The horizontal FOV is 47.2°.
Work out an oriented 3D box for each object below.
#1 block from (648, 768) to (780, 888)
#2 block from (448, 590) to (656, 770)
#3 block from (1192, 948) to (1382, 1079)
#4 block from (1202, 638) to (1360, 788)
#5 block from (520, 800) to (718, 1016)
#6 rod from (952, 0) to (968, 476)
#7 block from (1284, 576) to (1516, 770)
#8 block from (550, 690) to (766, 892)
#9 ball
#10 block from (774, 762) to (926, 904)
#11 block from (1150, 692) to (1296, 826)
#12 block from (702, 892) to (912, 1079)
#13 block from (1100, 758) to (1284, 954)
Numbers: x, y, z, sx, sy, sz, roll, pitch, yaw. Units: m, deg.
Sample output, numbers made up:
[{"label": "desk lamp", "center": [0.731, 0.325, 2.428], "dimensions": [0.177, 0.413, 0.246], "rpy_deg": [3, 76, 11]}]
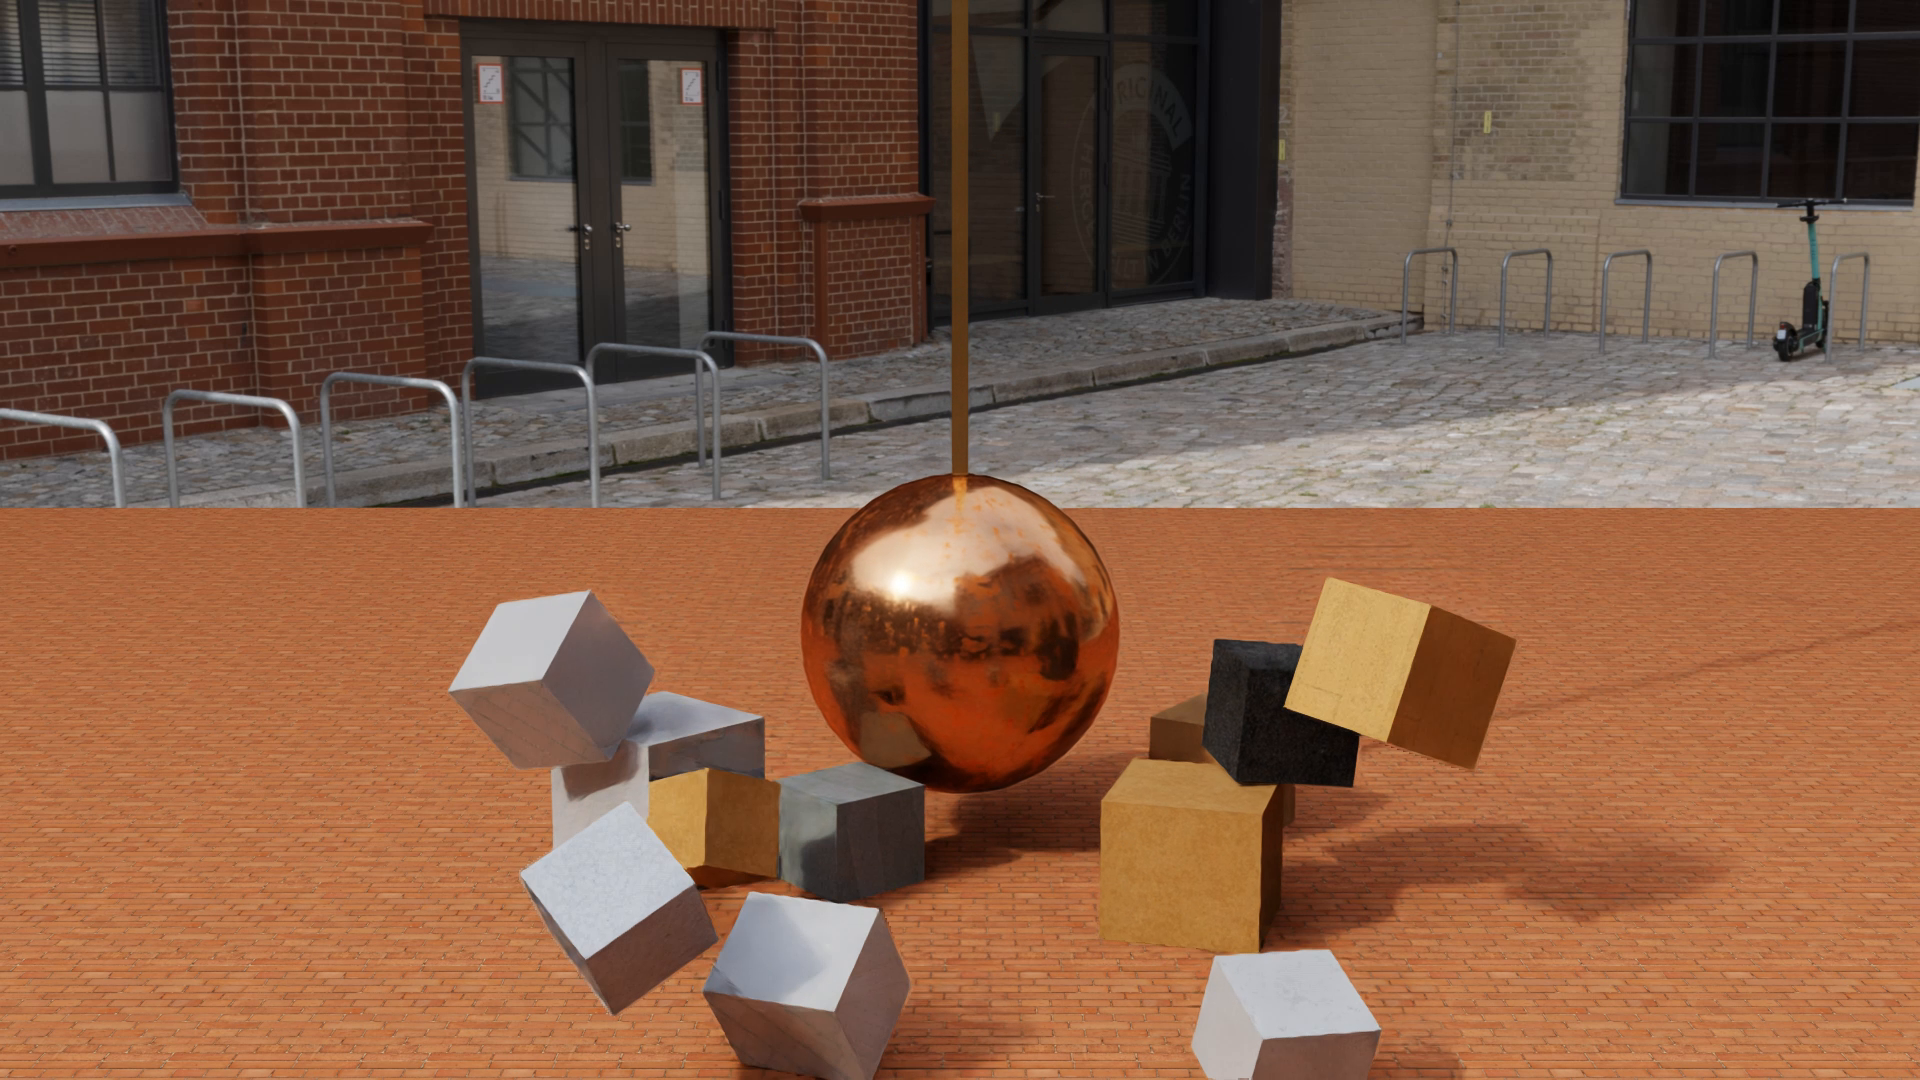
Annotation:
[{"label": "block", "center": [-1.101, 1.290, 9.803], "dimensions": [0.409, 0.428, 0.418], "rpy_deg": [-17, -25, 41]}, {"label": "block", "center": [-1.891, 0.657, 10.238], "dimensions": [0.577, 0.570, 0.548], "rpy_deg": [-8, 42, 32]}, {"label": "block", "center": [1.177, 1.811, 7.990], "dimensions": [0.466, 0.427, 0.453], "rpy_deg": [0, 29, -18]}, {"label": "block", "center": [1.490, 0.794, 10.167], "dimensions": [0.551, 0.518, 0.607], "rpy_deg": [4, 9, -9]}, {"label": "block", "center": [-1.224, 1.325, 7.931], "dimensions": [0.460, 0.417, 0.458], "rpy_deg": [-34, 54, -18]}, {"label": "rod", "center": [0.000, -2.901, 10.537], "dimensions": [0.080, 5.200, 0.080], "rpy_deg": [0, 8, 0]}, {"label": "block", "center": [1.890, 0.573, 9.445], "dimensions": [0.620, 0.593, 0.584], "rpy_deg": [20, -1, -40]}, {"label": "block", "center": [-1.458, 1.231, 10.643], "dimensions": [0.749, 0.770, 0.711], "rpy_deg": [9, 14, 42]}, {"label": "ball", "center": [0.000, 0.467, 10.998], "dimensions": [1.600, 1.600, 1.600], "rpy_deg": [0, 10, 0]}, {"label": "block", "center": [-0.531, 1.395, 10.542], "dimensions": [0.516, 0.483, 0.518], "rpy_deg": [-8, 13, -38]}, {"label": "block", "center": [1.358, 1.183, 11.336], "dimensions": [0.543, 0.616, 0.599], "rpy_deg": [7, 12, 32]}, {"label": "block", "center": [-0.572, 1.697, 8.348], "dimensions": [0.553, 0.475, 0.465], "rpy_deg": [3, 45, 24]}, {"label": "block", "center": [1.060, 1.419, 9.970], "dimensions": [0.710, 0.640, 0.711], "rpy_deg": [3, 11, 16]}]
